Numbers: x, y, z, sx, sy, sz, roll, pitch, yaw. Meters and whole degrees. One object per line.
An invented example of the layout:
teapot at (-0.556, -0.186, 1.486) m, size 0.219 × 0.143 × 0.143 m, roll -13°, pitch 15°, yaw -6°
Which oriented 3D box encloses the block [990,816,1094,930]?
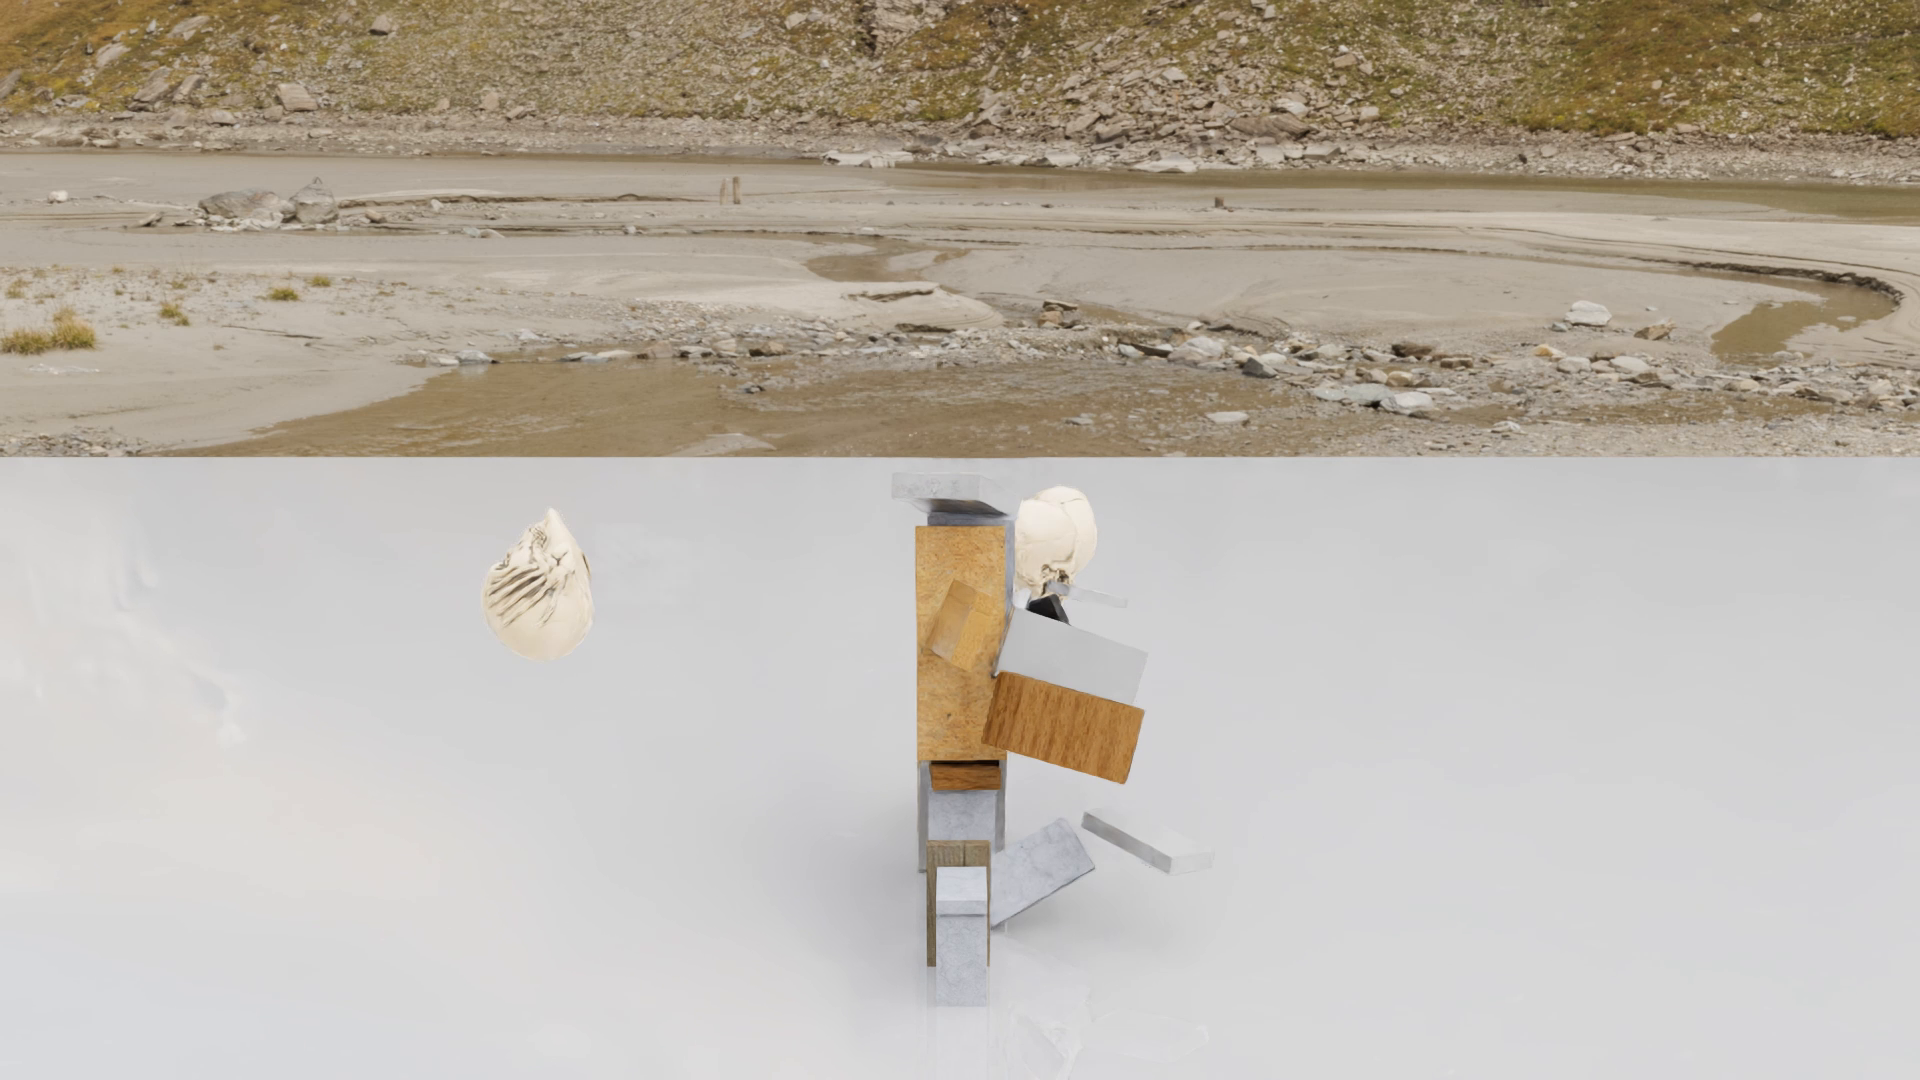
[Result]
block at (0.108, 0.530, 3.510) m, size 0.193 × 0.096 × 0.027 m, roll -29°, pitch -14°, yaw -5°

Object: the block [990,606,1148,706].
block at (0.176, 0.200, 3.539) m, size 0.233 × 0.117 × 0.033 m, roll 19°, pitch -8°, yaw -12°

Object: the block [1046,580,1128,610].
block at (0.212, 0.091, 3.662) m, size 0.126 × 0.018 × 0.063 m, roll 13°, pitch 1°, yaw -34°

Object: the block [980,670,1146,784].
block at (0.160, 0.290, 3.417) m, size 0.233 × 0.117 × 0.033 m, roll 15°, pitch 4°, yaw 12°

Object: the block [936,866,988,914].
block at (0.002, 0.513, 3.224) m, size 0.073 × 0.021 × 0.147 m, roll 0°, pitch 11°, yaw 0°

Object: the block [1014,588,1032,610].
block at (0.098, 0.150, 3.798) m, size 0.018 × 0.126 × 0.063 m, roll 17°, pitch 39°, yaw 7°

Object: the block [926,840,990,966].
block at (-0.003, 0.552, 3.344) m, size 0.096 × 0.193 × 0.027 m, roll 0°, pitch 11°, yaw 0°

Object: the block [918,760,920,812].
block at (-0.001, 0.385, 3.961) m, size 0.148 × 0.295 × 0.042 m, roll 1°, pitch 11°, yaw 3°

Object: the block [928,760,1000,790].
block at (0.004, 0.363, 3.606) m, size 0.109 × 0.031 × 0.218 m, roll -1°, pitch 11°, yaw -3°

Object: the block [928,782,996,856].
block at (0.003, 0.501, 3.547) m, size 0.109 × 0.218 × 0.031 m, roll 0°, pitch 7°, yaw 0°

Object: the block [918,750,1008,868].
block at (0.006, 0.419, 3.764) m, size 0.148 × 0.295 × 0.042 m, roll 3°, pitch 13°, yaw 5°

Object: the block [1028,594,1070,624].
block at (0.138, 0.138, 3.883) m, size 0.018 × 0.063 × 0.126 m, roll -24°, pitch 1°, yaw -38°

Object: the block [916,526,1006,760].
block at (0.001, 0.167, 3.552) m, size 0.144 × 0.375 × 0.041 m, roll 0°, pitch -4°, yaw -2°

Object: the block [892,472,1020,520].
block at (-0.003, -0.070, 3.607) m, size 0.144 × 0.041 × 0.287 m, roll 1°, pitch -6°, yaw 15°

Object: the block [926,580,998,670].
block at (0.002, 0.129, 3.408) m, size 0.033 × 0.117 × 0.233 m, roll 22°, pitch 0°, yaw -10°

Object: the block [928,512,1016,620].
block at (0.016, 0.100, 3.659) m, size 0.144 × 0.287 × 0.041 m, roll 2°, pitch 11°, yaw 4°

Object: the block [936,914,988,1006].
block at (0.002, 0.604, 3.192) m, size 0.073 × 0.147 × 0.021 m, roll 0°, pitch 11°, yaw 0°

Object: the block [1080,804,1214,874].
block at (0.291, 0.467, 3.437) m, size 0.096 × 0.027 × 0.193 m, roll -1°, pitch 18°, yaw -43°
